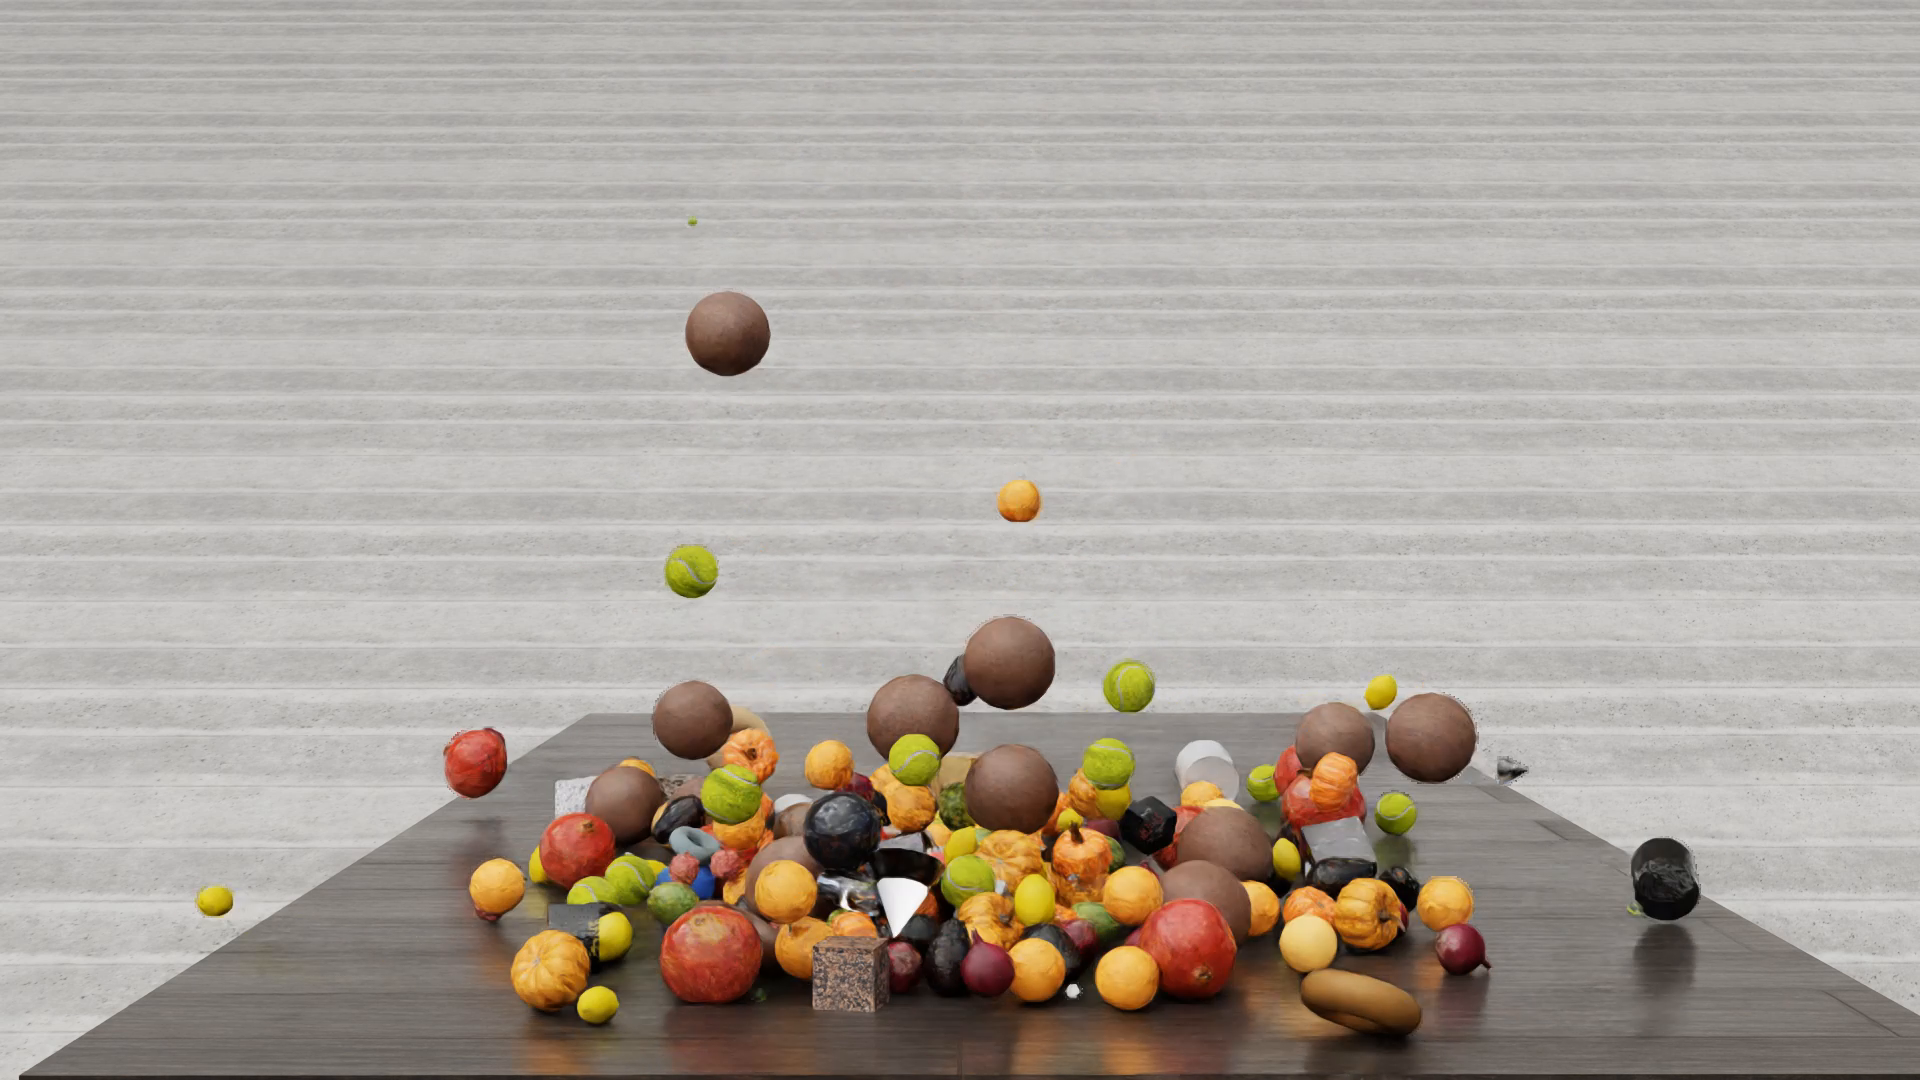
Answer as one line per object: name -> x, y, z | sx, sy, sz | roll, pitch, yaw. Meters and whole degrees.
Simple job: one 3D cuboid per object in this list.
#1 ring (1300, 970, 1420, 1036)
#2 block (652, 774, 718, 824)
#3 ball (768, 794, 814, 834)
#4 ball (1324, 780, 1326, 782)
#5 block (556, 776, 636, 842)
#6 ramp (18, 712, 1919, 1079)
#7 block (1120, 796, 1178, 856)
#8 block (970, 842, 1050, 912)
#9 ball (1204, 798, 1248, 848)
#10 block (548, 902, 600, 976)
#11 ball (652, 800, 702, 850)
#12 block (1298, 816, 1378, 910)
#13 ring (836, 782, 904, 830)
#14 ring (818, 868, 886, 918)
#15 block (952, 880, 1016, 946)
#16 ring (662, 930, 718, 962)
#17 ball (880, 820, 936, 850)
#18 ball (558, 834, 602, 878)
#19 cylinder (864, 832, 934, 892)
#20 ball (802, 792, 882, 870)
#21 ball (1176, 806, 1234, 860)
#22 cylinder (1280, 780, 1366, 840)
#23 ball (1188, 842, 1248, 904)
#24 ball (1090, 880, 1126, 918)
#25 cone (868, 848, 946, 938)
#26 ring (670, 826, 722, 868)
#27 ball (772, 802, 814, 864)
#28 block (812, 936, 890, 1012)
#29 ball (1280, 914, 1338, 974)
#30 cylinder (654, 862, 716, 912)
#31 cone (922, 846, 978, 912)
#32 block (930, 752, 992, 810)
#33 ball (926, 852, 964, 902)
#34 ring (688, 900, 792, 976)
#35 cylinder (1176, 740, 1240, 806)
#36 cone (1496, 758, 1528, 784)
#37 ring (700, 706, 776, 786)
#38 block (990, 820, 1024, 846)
ring -> 0.424, 0.491, 2.734 | 0.130, 0.130, 0.043 | 11, 72, 22
block -> -0.476, 0.450, 4.463 | 0.079, 0.079, 0.079 | 1, 2, 42
ball -> -0.269, 0.453, 4.179 | 0.085, 0.085, 0.085 | 0, 26, 0
ball -> 0.612, 0.448, 4.328 | 0.088, 0.088, 0.088 | 0, 26, 0
block -> -0.607, 0.447, 4.297 | 0.093, 0.093, 0.093 | 1, 2, 36
ramp -> 0.059, 0.537, 4.573 | 2.000, 0.100, 4.000 | 0, 1, 0
block -> 0.263, 0.396, 3.578 | 0.051, 0.051, 0.051 | -20, 40, -39
block -> 0.070, 0.469, 3.592 | 0.080, 0.080, 0.080 | -1, 2, -43
ball -> 0.414, 0.454, 4.096 | 0.087, 0.087, 0.087 | 0, 26, 0
block -> -0.464, 0.480, 3.104 | 0.060, 0.060, 0.060 | 0, 31, -8
ball -> -0.453, 0.457, 4.129 | 0.081, 0.081, 0.081 | 0, 26, 0
block -> 0.519, 0.445, 3.551 | 0.082, 0.082, 0.082 | -10, 45, -7
ring -> -0.133, 0.422, 3.900 | 0.139, 0.139, 0.046 | 22, 58, 37
ring -> -0.117, 0.430, 3.141 | 0.118, 0.039, 0.118 | 16, -2, 1
block -> 0.032, 0.470, 3.252 | 0.057, 0.057, 0.057 | -2, 46, 20
ring -> -0.327, 0.504, 3.207 | 0.087, 0.029, 0.087 | 1, 0, 0
ball -> -0.080, 0.458, 3.761 | 0.096, 0.096, 0.096 | 0, 26, 0
ball -> -0.566, 0.471, 3.846 | 0.067, 0.067, 0.067 | 0, 26, 0
cylinder -> -0.078, 0.414, 3.257 | 0.076, 0.076, 0.076 | -14, 27, 1
ball -> -0.147, 0.362, 3.205 | 0.099, 0.099, 0.099 | 0, 26, 0
ball -> 0.378, 0.455, 3.989 | 0.090, 0.090, 0.090 | 0, 26, 0
cylinder -> 0.593, 0.445, 4.213 | 0.099, 0.099, 0.099 | -21, 14, -36
ball -> 0.362, 0.466, 3.612 | 0.085, 0.085, 0.085 | 0, 26, 0
ball -> 0.201, 0.486, 3.499 | 0.050, 0.050, 0.050 | 0, 26, 0
cone -> -0.070, 0.429, 3.064 | 0.096, 0.096, 0.096 | 5, 64, 9
ring -> -0.367, 0.427, 3.589 | 0.080, 0.027, 0.080 | 25, 15, -7
ball -> -0.217, 0.405, 3.565 | 0.086, 0.086, 0.086 | 0, 26, 0
block -> -0.122, 0.490, 2.916 | 0.071, 0.071, 0.071 | 0, 1, 13
ball -> 0.419, 0.486, 3.102 | 0.070, 0.070, 0.070 | 0, 26, 0
cylinder -> -0.380, 0.477, 3.567 | 0.062, 0.062, 0.062 | 12, 7, 22
cone -> -0.022, 0.486, 3.598 | 0.096, 0.096, 0.096 | 0, 66, 1
block -> 0.002, 0.436, 4.684 | 0.095, 0.095, 0.095 | 0, 1, 10
ball -> -0.028, 0.459, 3.521 | 0.067, 0.067, 0.067 | 0, 26, 0
ring -> -0.263, 0.477, 3.092 | 0.137, 0.046, 0.137 | 29, 2, -1
cylinder -> 0.414, 0.394, 4.321 | 0.097, 0.097, 0.097 | -1, 13, -1
cone -> 1.007, 0.417, 4.670 | 0.050, 0.050, 0.050 | -9, 16, 41
ring -> -0.383, 0.355, 4.454 | 0.050, 0.149, 0.149 | -35, 2, 38
block -> 0.074, 0.471, 4.074 | 0.054, 0.054, 0.054 | 0, 1, 3
